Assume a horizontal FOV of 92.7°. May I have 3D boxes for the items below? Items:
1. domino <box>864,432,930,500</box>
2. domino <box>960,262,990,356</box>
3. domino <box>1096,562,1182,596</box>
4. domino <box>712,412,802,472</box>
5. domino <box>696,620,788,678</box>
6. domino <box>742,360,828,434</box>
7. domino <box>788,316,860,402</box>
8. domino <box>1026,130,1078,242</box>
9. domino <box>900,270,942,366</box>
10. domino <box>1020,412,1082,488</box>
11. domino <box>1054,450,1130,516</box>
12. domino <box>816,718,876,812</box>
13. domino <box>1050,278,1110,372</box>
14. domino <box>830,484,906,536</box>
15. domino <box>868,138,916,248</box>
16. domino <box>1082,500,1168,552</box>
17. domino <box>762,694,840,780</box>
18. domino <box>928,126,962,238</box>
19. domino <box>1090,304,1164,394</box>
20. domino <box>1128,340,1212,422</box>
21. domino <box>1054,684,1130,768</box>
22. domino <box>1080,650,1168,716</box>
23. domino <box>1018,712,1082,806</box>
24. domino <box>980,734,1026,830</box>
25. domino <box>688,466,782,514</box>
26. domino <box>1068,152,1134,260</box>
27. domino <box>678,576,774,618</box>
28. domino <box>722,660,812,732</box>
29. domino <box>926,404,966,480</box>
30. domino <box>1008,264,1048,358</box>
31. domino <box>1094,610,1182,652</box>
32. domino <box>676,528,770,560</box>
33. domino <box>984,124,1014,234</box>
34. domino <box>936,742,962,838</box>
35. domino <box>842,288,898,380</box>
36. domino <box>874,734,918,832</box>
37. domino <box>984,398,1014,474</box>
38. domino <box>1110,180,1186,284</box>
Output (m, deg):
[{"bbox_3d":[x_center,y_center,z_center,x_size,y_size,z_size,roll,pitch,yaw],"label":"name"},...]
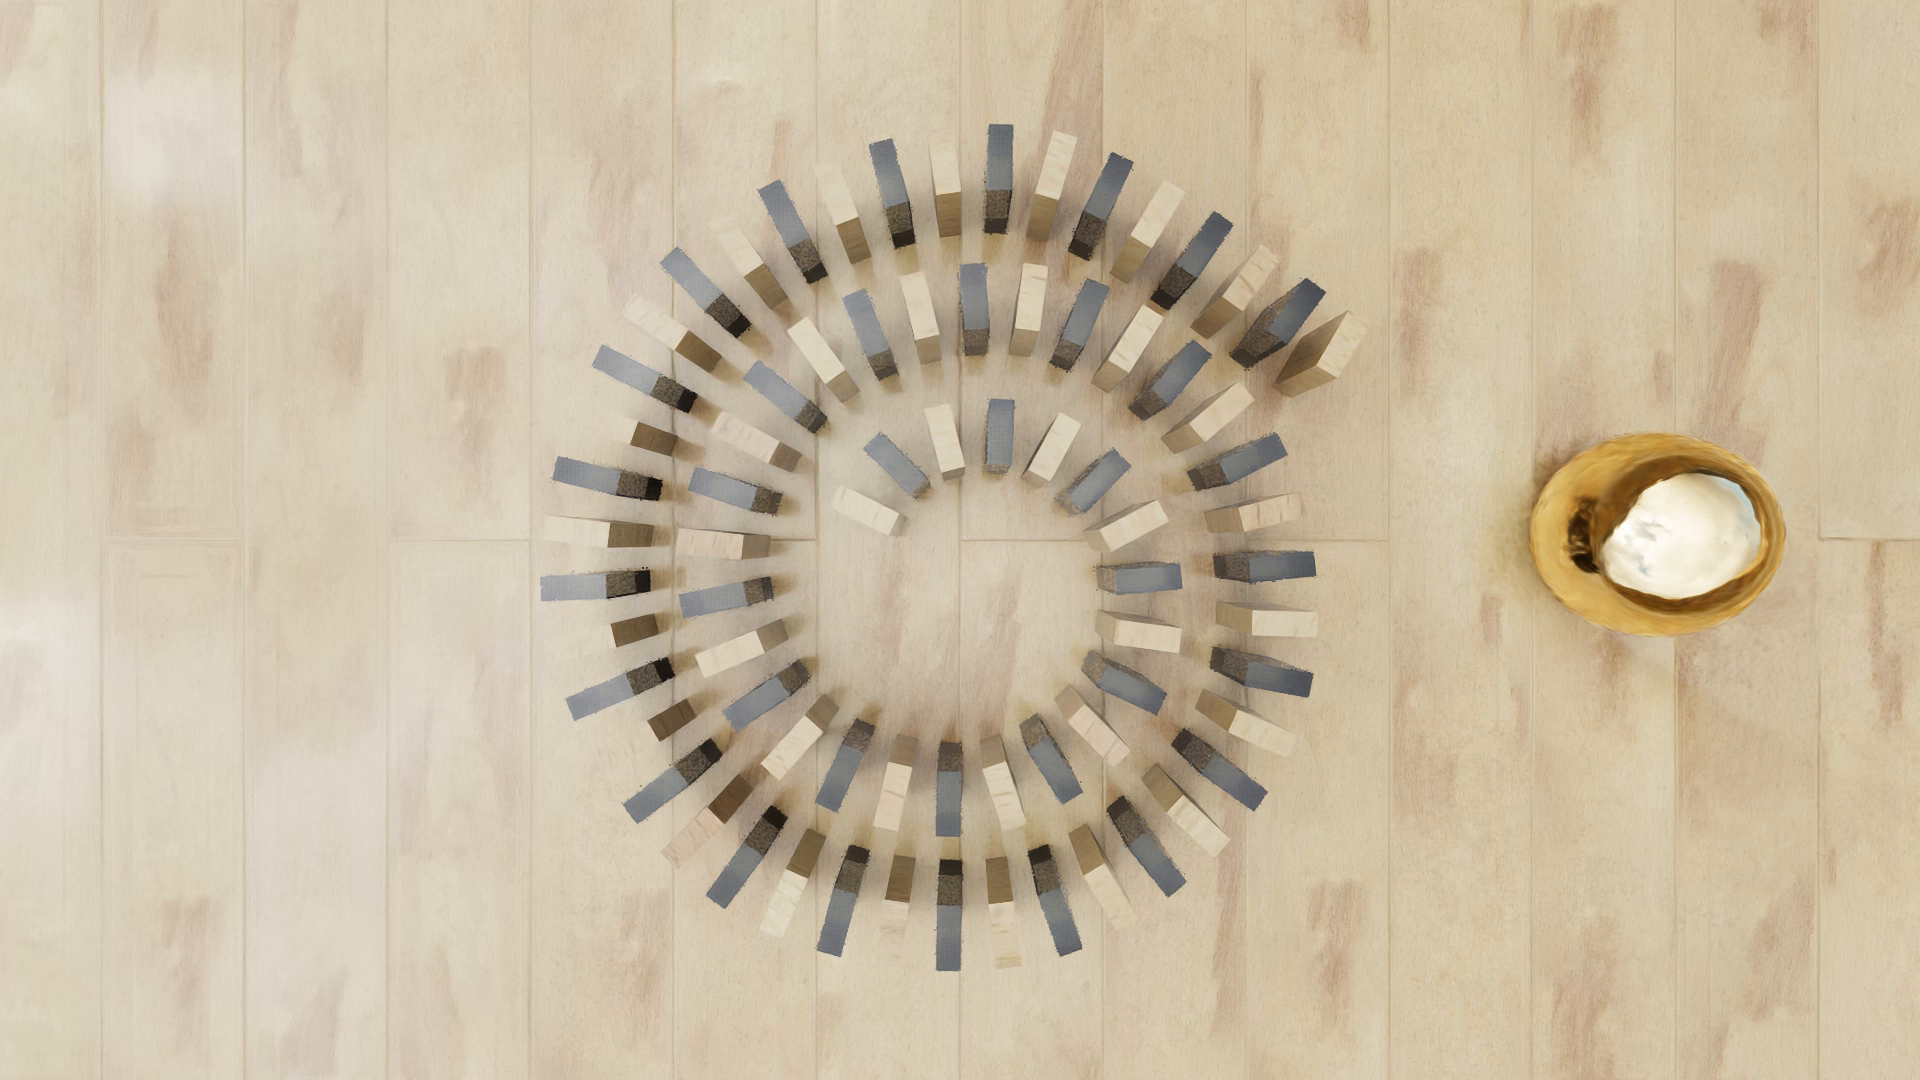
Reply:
[{"bbox_3d":[-0.025,-0.030,0.375,0.025,0.050,0.010,44,90,0],"label":"domino"},{"bbox_3d":[0.006,-0.093,0.375,0.010,0.050,0.025,-5,90,0],"label":"domino"},{"bbox_3d":[0.072,0.015,0.375,0.025,0.050,0.009,-5,90,0],"label":"domino"},{"bbox_3d":[-0.082,-0.039,0.375,0.025,0.050,0.009,28,90,0],"label":"domino"},{"bbox_3d":[-0.088,0.044,0.375,0.025,0.050,0.010,-23,90,0],"label":"domino"},{"bbox_3d":[-0.070,-0.057,0.375,0.025,0.050,0.010,38,90,0],"label":"domino"},{"bbox_3d":[-0.055,-0.073,0.375,0.010,0.050,0.025,-36,90,0],"label":"domino"},{"bbox_3d":[0.037,-0.143,0.375,0.009,0.050,0.025,17,90,0],"label":"domino"},{"bbox_3d":[-0.016,-0.090,0.375,0.009,0.050,0.025,-14,90,0],"label":"domino"},{"bbox_3d":[0.036,-0.036,0.375,0.009,0.050,0.025,29,90,0],"label":"domino"},{"bbox_3d":[0.054,-0.023,0.375,0.009,0.050,0.025,44,90,0],"label":"domino"},{"bbox_3d":[-0.046,0.091,0.375,0.010,0.050,0.025,25,90,0],"label":"domino"},{"bbox_3d":[0.048,-0.087,0.375,0.010,0.050,0.025,23,90,0],"label":"domino"},{"bbox_3d":[-0.036,-0.011,0.375,0.025,0.050,0.009,26,90,0],"label":"domino"},{"bbox_3d":[-0.027,-0.140,0.375,0.010,0.050,0.025,-15,90,0],"label":"domino"},{"bbox_3d":[0.067,-0.006,0.375,0.025,0.050,0.010,-28,90,0],"label":"domino"},{"bbox_3d":[-0.064,0.079,0.375,0.010,0.050,0.025,42,90,0],"label":"domino"},{"bbox_3d":[-0.006,-0.145,0.375,0.009,0.050,0.025,-8,90,0],"label":"domino"},{"bbox_3d":[0.067,-0.077,0.375,0.009,0.050,0.025,32,90,0],"label":"domino"},{"bbox_3d":[0.085,-0.064,0.375,0.010,0.050,0.025,40,90,0],"label":"domino"},{"bbox_3d":[0.053,0.075,0.375,0.009,0.050,0.025,-45,90,0],"label":"domino"},{"bbox_3d":[0.066,0.058,0.375,0.025,0.050,0.010,25,90,0],"label":"domino"},{"bbox_3d":[0.036,0.088,0.375,0.010,0.050,0.025,-33,90,0],"label":"domino"},{"bbox_3d":[0.017,0.098,0.375,0.009,0.050,0.025,-19,90,0],"label":"domino"},{"bbox_3d":[-0.091,-0.020,0.375,0.025,0.050,0.010,19,90,0],"label":"domino"},{"bbox_3d":[0.057,-0.135,0.375,0.009,0.050,0.025,26,90,0],"label":"domino"},{"bbox_3d":[-0.094,0.023,0.375,0.025,0.050,0.010,-11,90,0],"label":"domino"},{"bbox_3d":[-0.078,0.063,0.375,0.025,0.050,0.009,-33,90,0],"label":"domino"},{"bbox_3d":[-0.006,-0.039,0.375,0.010,0.050,0.025,-14,90,0],"label":"domino"},{"bbox_3d":[0.027,-0.093,0.375,0.010,0.050,0.025,8,90,0],"label":"domino"},{"bbox_3d":[0.072,0.037,0.375,0.025,0.050,0.009,8,90,0],"label":"domino"},{"bbox_3d":[-0.096,0.001,0.375,0.025,0.050,0.009,6,90,0],"label":"domino"},{"bbox_3d":[0.015,-0.146,0.375,0.010,0.050,0.025,1,90,0],"label":"domino"},{"bbox_3d":[-0.004,0.101,0.375,0.009,0.050,0.025,2,90,0],"label":"domino"},{"bbox_3d":[-0.036,-0.083,0.375,0.009,0.050,0.025,-23,90,0],"label":"domino"},{"bbox_3d":[-0.026,0.098,0.375,0.009,0.050,0.025,13,90,0],"label":"domino"},{"bbox_3d":[0.016,-0.041,0.375,0.010,0.050,0.025,3,90,0],"label":"domino"},{"bbox_3d":[0.076,-0.125,0.375,0.009,0.050,0.025,31,90,0],"label":"domino"}]
